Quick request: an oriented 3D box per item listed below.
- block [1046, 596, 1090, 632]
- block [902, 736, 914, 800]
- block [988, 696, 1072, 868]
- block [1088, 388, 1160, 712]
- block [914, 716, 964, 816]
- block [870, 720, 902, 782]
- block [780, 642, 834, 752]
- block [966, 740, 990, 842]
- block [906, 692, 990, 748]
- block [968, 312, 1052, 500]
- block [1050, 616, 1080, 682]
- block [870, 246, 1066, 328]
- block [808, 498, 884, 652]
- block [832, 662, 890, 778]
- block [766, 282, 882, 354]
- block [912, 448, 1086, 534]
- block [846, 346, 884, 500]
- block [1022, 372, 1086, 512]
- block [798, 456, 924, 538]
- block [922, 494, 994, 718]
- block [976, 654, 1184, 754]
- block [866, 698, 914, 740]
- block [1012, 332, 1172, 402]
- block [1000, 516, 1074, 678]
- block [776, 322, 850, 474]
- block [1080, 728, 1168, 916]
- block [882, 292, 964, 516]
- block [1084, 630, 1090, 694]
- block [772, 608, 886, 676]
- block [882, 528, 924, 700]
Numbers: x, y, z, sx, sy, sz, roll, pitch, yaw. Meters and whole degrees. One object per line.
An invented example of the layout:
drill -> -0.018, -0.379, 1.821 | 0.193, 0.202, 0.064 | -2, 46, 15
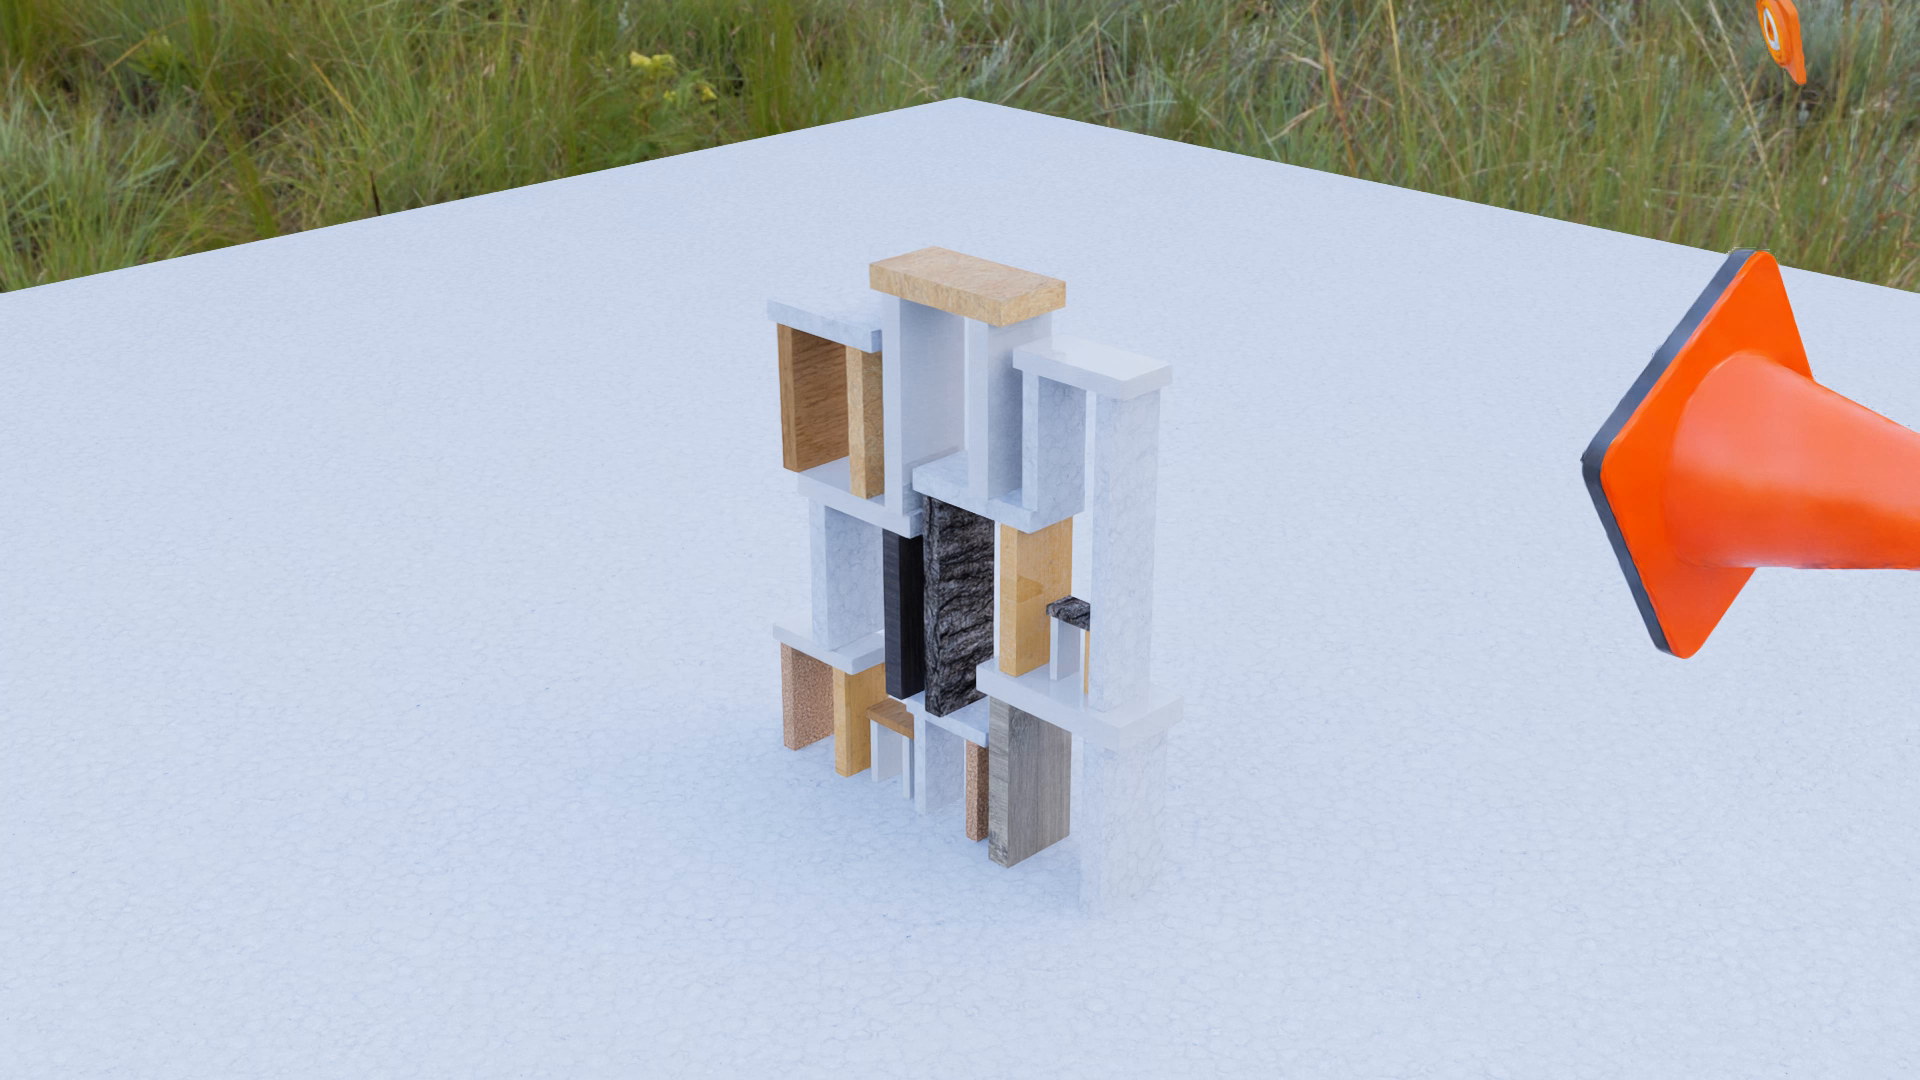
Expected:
block -> 0.227, 0.137, 4.040 | 0.128, 0.018, 0.064 | 21, 31, 41
block -> -0.085, 0.454, 4.509 | 0.020, 0.142, 0.071 | 21, 31, 41
block -> 0.137, 0.440, 4.264 | 0.051, 0.358, 0.179 | 21, 31, 41
block -> 0.292, 0.012, 3.915 | 0.129, 0.602, 0.036 | -21, 31, -41
block -> -0.042, 0.437, 4.448 | 0.110, 0.220, 0.031 | -21, 31, -41
block -> -0.152, 0.428, 4.571 | 0.020, 0.142, 0.071 | 21, 31, 41
block -> -0.322, 0.316, 4.700 | 0.035, 0.247, 0.124 | 21, 31, 41
block -> 0.062, 0.478, 4.354 | 0.031, 0.220, 0.110 | 21, 31, 41
block -> 0.010, 0.342, 4.351 | 0.110, 0.031, 0.220 | -21, 31, -41
block -> 0.092, -0.256, 4.006 | 0.048, 0.337, 0.168 | 21, 31, 40
block -> 0.197, 0.193, 4.096 | 0.018, 0.128, 0.064 | 21, 31, 41
block -> 0.011, -0.464, 4.004 | 0.337, 0.048, 0.168 | 21, 31, 40
block -> -0.229, 0.050, 4.502 | 0.046, 0.326, 0.163 | 21, 31, 41
block -> -0.205, 0.361, 4.593 | 0.035, 0.248, 0.124 | 21, 31, 41
block -> -0.219, -0.434, 4.274 | 0.152, 0.043, 0.304 | -21, 31, -40
block -> 0.071, -0.094, 4.109 | 0.301, 0.043, 0.151 | 21, 31, 40
block -> -0.146, -0.245, 4.274 | 0.152, 0.304, 0.043 | -21, 30, -40
block -> 0.170, -0.192, 3.958 | 0.036, 0.257, 0.129 | 21, 31, 40
block -> -0.153, -0.091, 4.359 | 0.163, 0.046, 0.326 | -21, 31, -40
block -> -0.001, 0.110, 4.272 | 0.043, 0.460, 0.151 | 21, 31, 41
block -> 0.221, 0.285, 4.107 | 0.358, 0.051, 0.179 | 21, 31, 41
block -> -0.119, 0.366, 4.509 | 0.142, 0.020, 0.071 | 21, 31, 41
block -> 0.231, -0.305, 3.845 | 0.257, 0.036, 0.129 | 21, 31, 40
block -> 0.142, 0.092, 4.112 | 0.043, 0.302, 0.151 | 21, 31, 41
block -> -0.289, -0.301, 4.408 | 0.152, 0.304, 0.043 | -21, 30, -40
block -> 0.306, 0.506, 4.109 | 0.051, 0.358, 0.179 | 21, 31, 41
block -> -0.068, -0.274, 4.173 | 0.168, 0.435, 0.048 | -22, 31, -40
block -> 0.257, 0.216, 4.040 | 0.018, 0.128, 0.064 | 21, 31, 41
block -> -0.263, 0.208, 4.591 | 0.247, 0.035, 0.124 | 21, 31, 41
block -> -0.076, 0.125, 4.366 | 0.163, 0.358, 0.046 | -21, 30, -40
